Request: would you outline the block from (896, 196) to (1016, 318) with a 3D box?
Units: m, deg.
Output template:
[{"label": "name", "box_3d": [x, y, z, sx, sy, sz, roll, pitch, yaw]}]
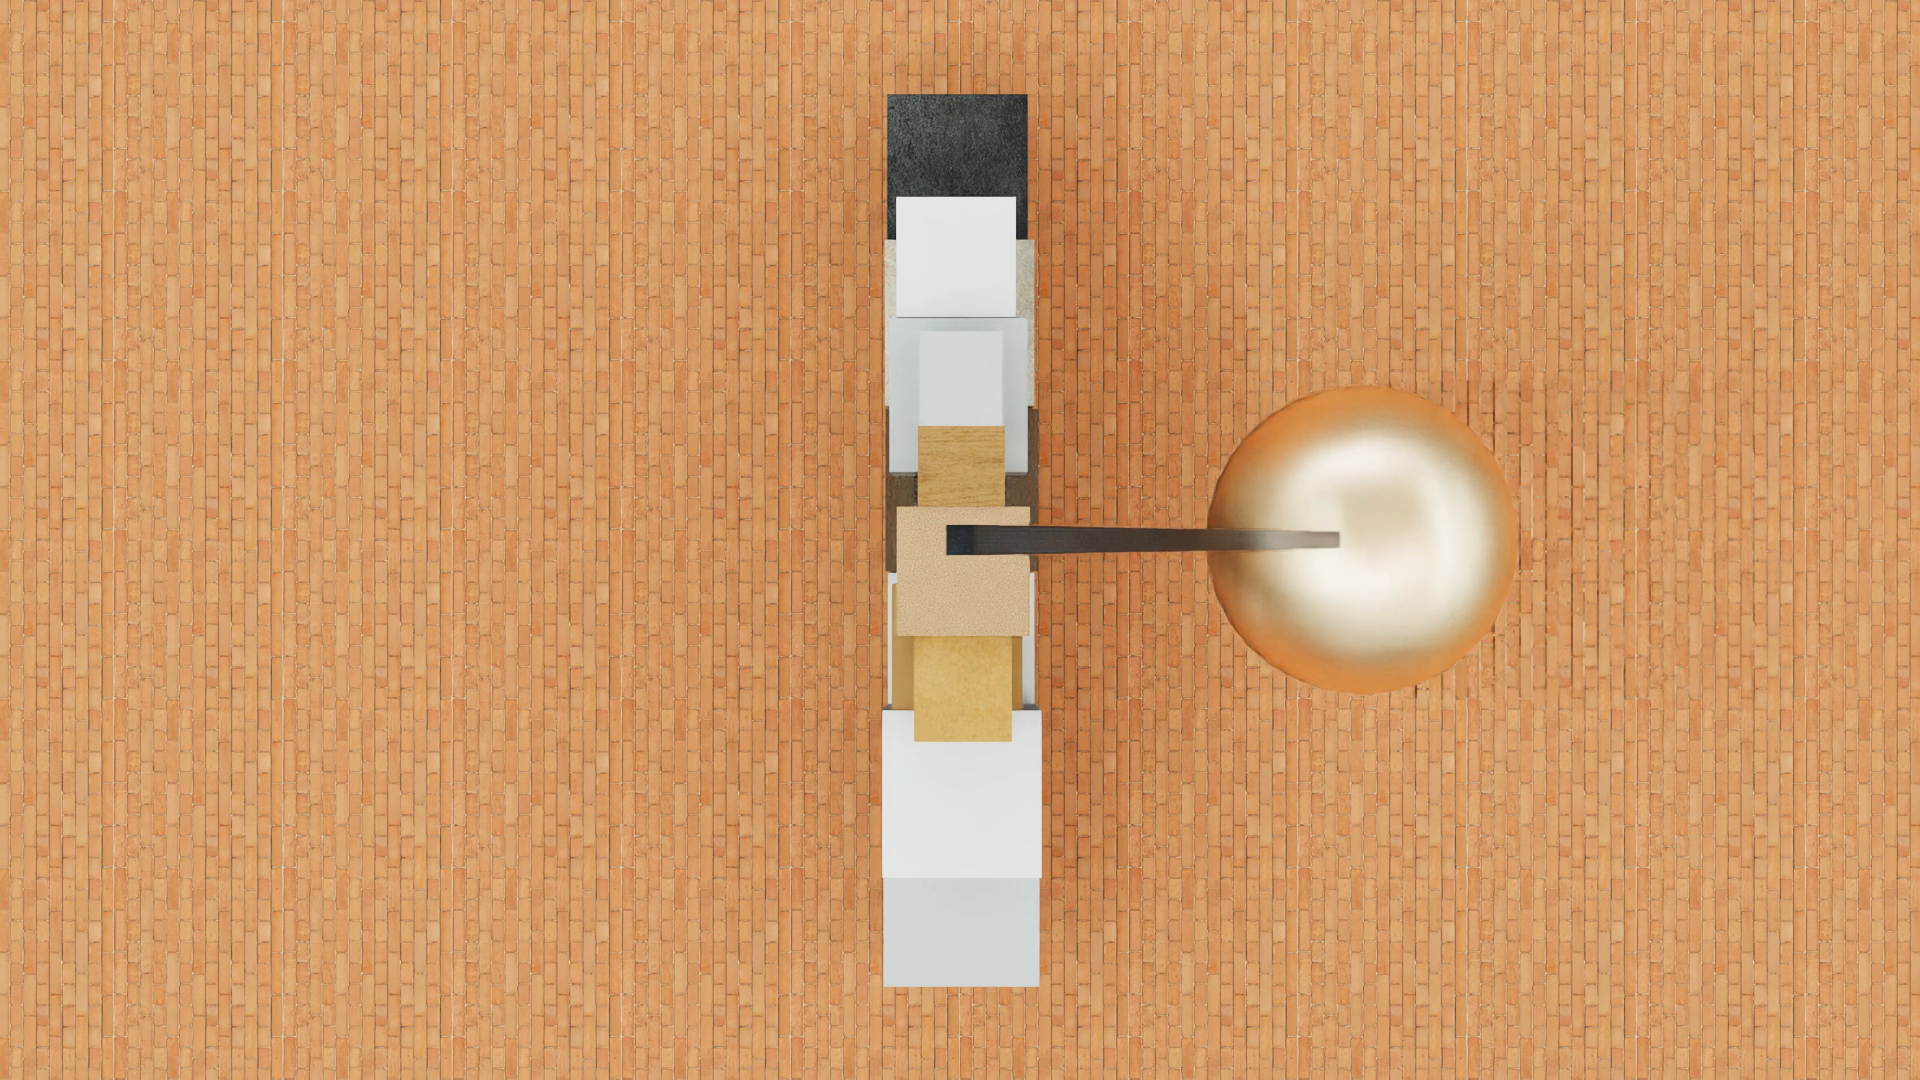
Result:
[{"label": "block", "box_3d": [-0.019, -1.466, 11.737, 0.618, 0.682, 0.622, 0, 90, 0]}]

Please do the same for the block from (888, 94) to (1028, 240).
[{"label": "block", "box_3d": [-0.014, -2.065, 12.595, 0.780, 0.810, 0.812, 0, 90, 0]}]

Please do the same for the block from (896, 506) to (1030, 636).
[{"label": "block", "box_3d": [0.017, 0.162, 11.226, 0.662, 0.550, 0.643, 0, 89, 0]}]

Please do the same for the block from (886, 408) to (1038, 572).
[{"label": "block", "box_3d": [0.010, -0.278, 12.608, 0.848, 0.783, 0.902, 0, 90, 0]}]

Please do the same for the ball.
[{"label": "ball", "box_3d": [2.074, 0.000, 11.395, 1.600, 1.600, 1.600, 0, 90, 0]}]

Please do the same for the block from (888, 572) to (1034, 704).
[{"label": "block", "box_3d": [0.006, 0.556, 12.611, 0.813, 0.778, 0.745, 0, 90, 0]}]

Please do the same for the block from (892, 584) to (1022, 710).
[{"label": "block", "box_3d": [-0.014, 0.565, 11.857, 0.683, 0.723, 0.659, 0, 89, 0]}]

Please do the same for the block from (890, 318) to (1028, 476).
[{"label": "block", "box_3d": [-0.007, -0.749, 11.719, 0.713, 0.717, 0.794, 0, 90, 0]}]

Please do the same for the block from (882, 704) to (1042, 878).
[{"label": "block", "box_3d": [0.010, 1.334, 11.819, 0.828, 0.721, 0.869, 0, 88, 0]}]

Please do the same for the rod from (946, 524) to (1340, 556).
[{"label": "rod", "box_3d": [0.899, 0.000, 8.205, 0.080, 5.200, 0.080, 0, 90, 20]}]

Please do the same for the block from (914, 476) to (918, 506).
[{"label": "block", "box_3d": [0.001, -0.056, 11.936, 0.486, 0.561, 0.571, 0, 90, 0]}]

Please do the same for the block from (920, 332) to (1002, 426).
[{"label": "block", "box_3d": [0.005, -0.803, 11.151, 0.409, 0.419, 0.471, 0, 90, 0]}]

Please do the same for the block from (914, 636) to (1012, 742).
[{"label": "block", "box_3d": [0.015, 0.756, 11.239, 0.489, 0.475, 0.531, 0, 87, 0]}]

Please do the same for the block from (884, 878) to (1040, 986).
[{"label": "block", "box_3d": [0.009, 2.056, 12.585, 0.860, 0.829, 0.831, 0, 90, 0]}]

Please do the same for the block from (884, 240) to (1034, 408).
[{"label": "block", "box_3d": [-0.003, -1.194, 12.539, 0.820, 0.922, 0.911, 0, 90, 0]}]

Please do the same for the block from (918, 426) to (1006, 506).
[{"label": "block", "box_3d": [0.007, -0.367, 11.151, 0.434, 0.419, 0.402, 0, 90, 0]}]
